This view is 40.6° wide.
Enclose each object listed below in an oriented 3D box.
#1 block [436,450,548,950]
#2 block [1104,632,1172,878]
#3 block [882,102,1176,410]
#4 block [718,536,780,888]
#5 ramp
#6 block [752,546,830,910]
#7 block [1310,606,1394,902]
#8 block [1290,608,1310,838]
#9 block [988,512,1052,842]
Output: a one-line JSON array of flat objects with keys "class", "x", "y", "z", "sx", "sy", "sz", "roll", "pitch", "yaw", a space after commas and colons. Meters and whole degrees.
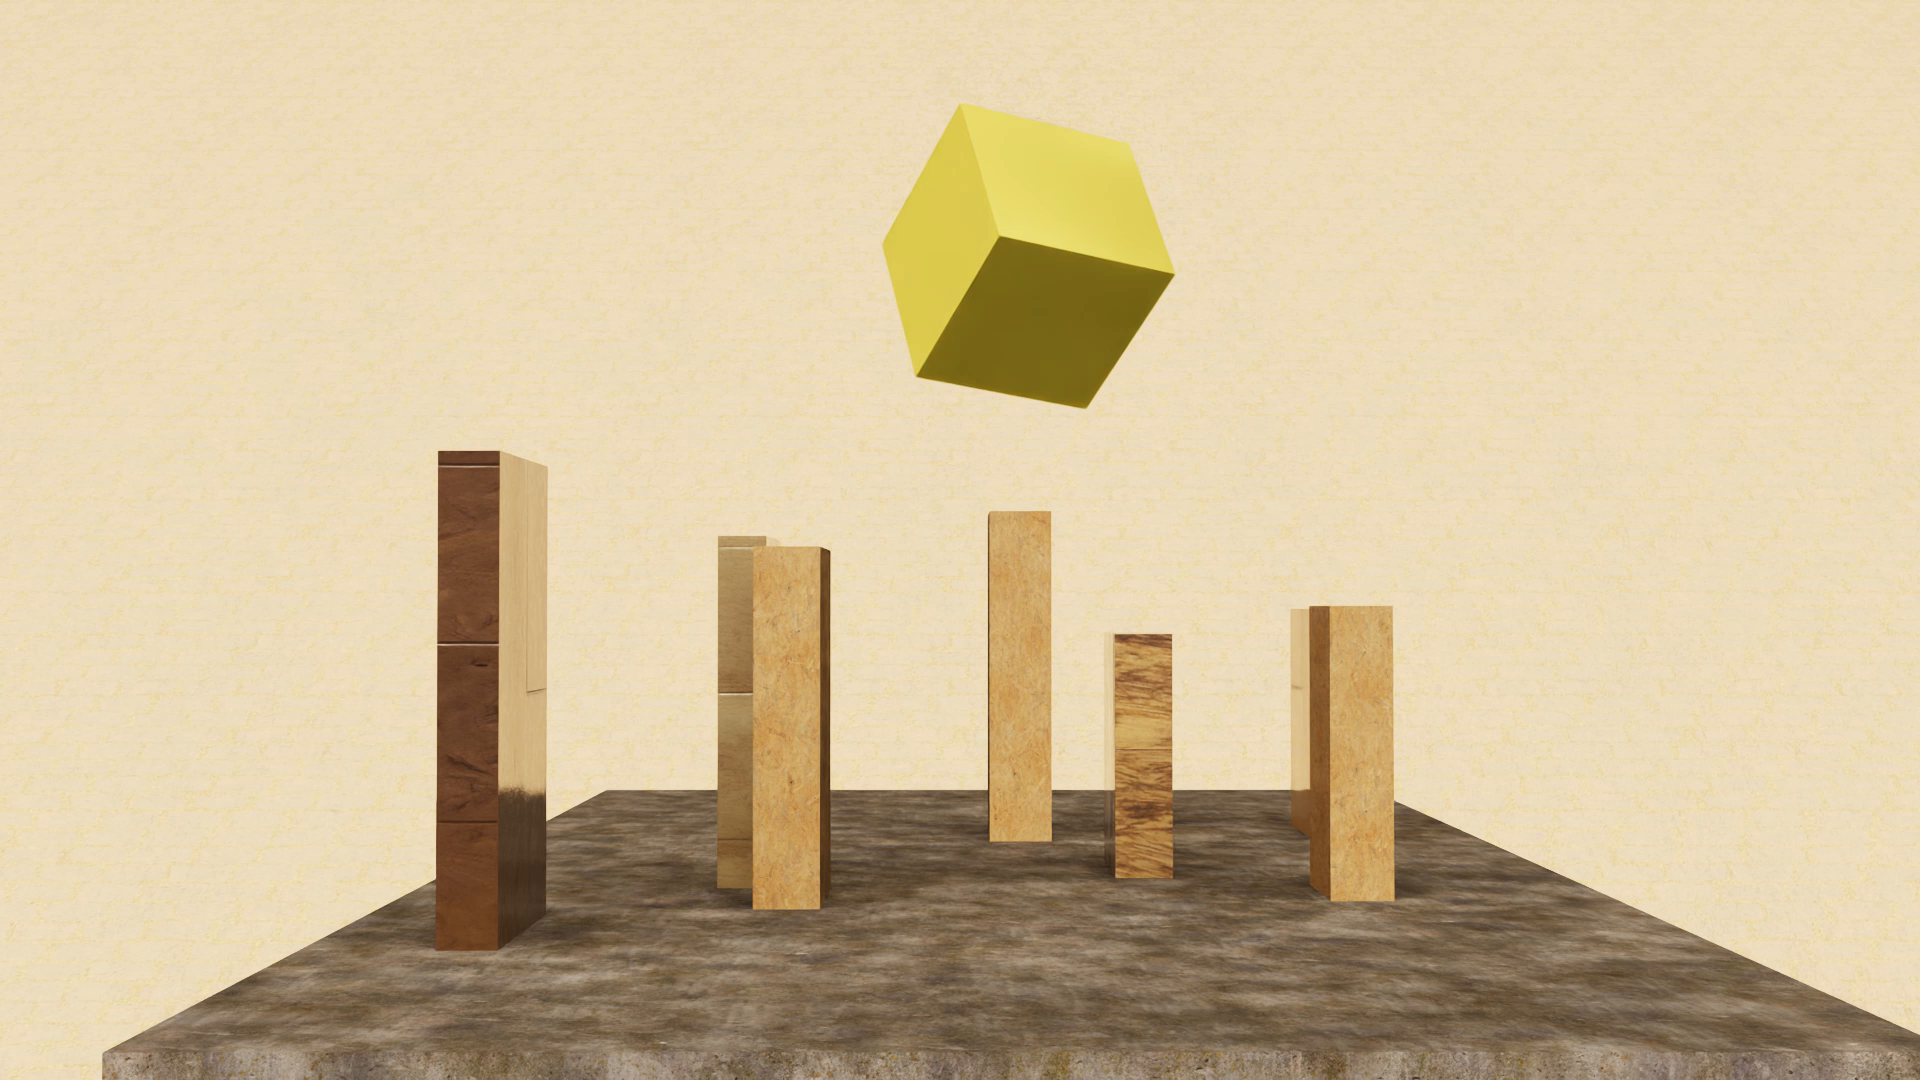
[{"class": "block", "x": -0.689, "y": 0.229, "z": 3.844, "sx": 0.087, "sy": 0.699, "sz": 0.424, "roll": 0, "pitch": -1, "yaw": 0}, {"class": "block", "x": 0.326, "y": 0.387, "z": 4.774, "sx": 0.102, "sy": 0.431, "sz": 0.356, "roll": 0, "pitch": -1, "yaw": 0}, {"class": "block", "x": 0.059, "y": -0.260, "z": 2.397, "sx": 0.179, "sy": 0.179, "sz": 0.179, "roll": 9, "pitch": 45, "yaw": -26}, {"class": "block", "x": -0.373, "y": 0.298, "z": 4.611, "sx": 0.083, "sy": 0.601, "sz": 0.357, "roll": 0, "pitch": -1, "yaw": 0}, {"class": "ramp", "x": 0.075, "y": 0.653, "z": 4.795, "sx": 2.000, "sy": 0.100, "sz": 4.000, "roll": 0, "pitch": -1, "yaw": 0}, {"class": "block", "x": -0.275, "y": 0.302, "z": 4.288, "sx": 0.106, "sy": 0.576, "sz": 0.336, "roll": 0, "pitch": -1, "yaw": 0}, {"class": "block", "x": 0.656, "y": 0.351, "z": 4.360, "sx": 0.104, "sy": 0.481, "sz": 0.249, "roll": 0, "pitch": -1, "yaw": 0}, {"class": "block", "x": 0.799, "y": 0.384, "z": 5.510, "sx": 0.146, "sy": 0.474, "sz": 0.366, "roll": 0, "pitch": -1, "yaw": 0}, {"class": "block", "x": 0.124, "y": 0.283, "z": 5.484, "sx": 0.127, "sy": 0.675, "sz": 0.348, "roll": 0, "pitch": -1, "yaw": 0}]
